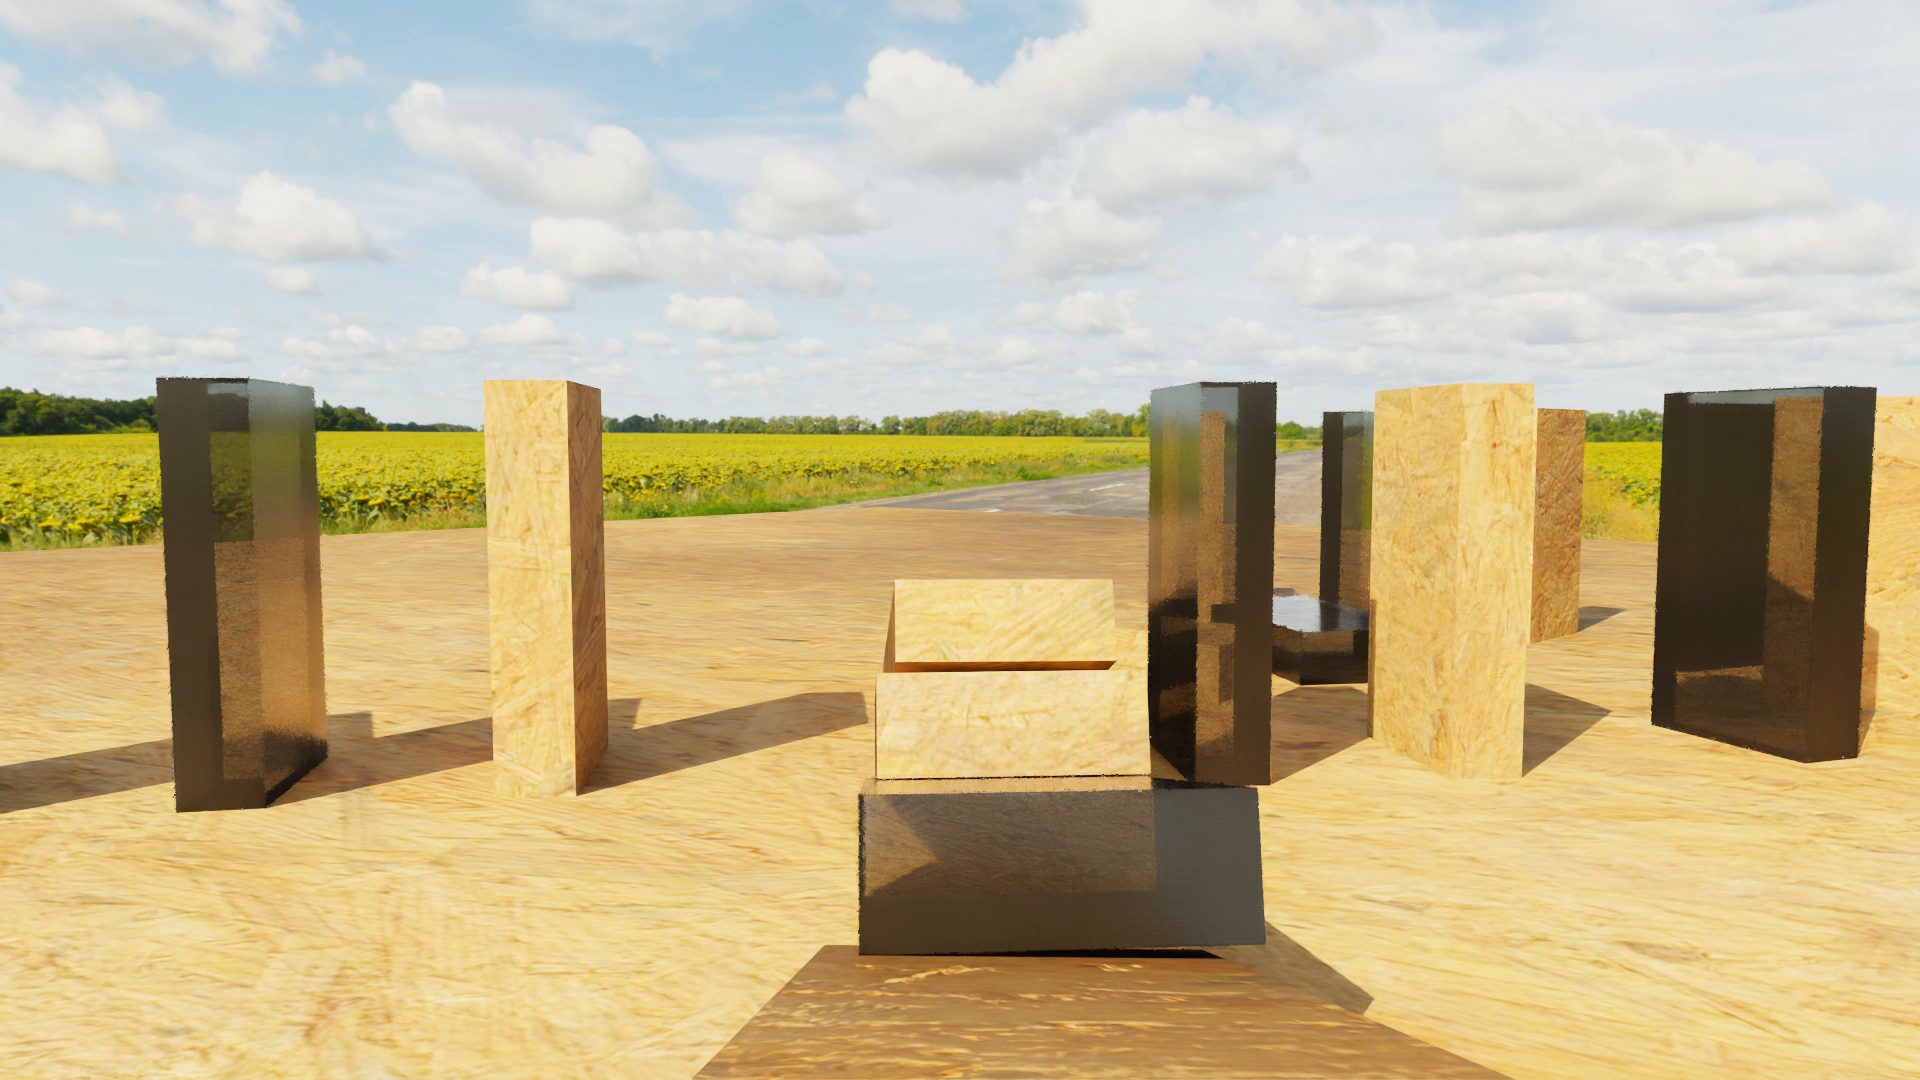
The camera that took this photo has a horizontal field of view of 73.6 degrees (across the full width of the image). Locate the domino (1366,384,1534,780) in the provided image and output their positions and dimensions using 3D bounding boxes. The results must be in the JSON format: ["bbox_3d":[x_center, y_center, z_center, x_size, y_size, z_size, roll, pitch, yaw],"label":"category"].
[{"bbox_3d":[0.066,0.005,0.174,0.010,0.050,0.025,0,4,-7],"label":"domino"}]

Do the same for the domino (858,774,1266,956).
[{"bbox_3d":[0.005,0.024,0.104,0.025,0.010,0.050,0,-9,-4],"label":"domino"}]

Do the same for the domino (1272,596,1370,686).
[{"bbox_3d":[0.068,0.019,0.252,0.025,0.009,0.050,-1,4,-11],"label":"domino"}]

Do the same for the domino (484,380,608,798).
[{"bbox_3d":[-0.053,0.005,0.165,0.010,0.050,0.025,0,4,-7],"label":"domino"}]

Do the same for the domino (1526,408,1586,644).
[{"bbox_3d":[0.127,-0.004,0.283,0.025,0.050,0.009,-4,6,-43],"label":"domino"}]

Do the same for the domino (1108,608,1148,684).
[{"bbox_3d":[0.030,0.019,0.245,0.050,0.010,0.025,3,5,38],"label":"domino"}]

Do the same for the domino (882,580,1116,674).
[{"bbox_3d":[0.003,0.016,0.169,0.025,0.009,0.050,0,-17,-5],"label":"domino"}]

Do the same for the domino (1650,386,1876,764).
[{"bbox_3d":[0.113,0.004,0.182,0.009,0.050,0.025,-1,5,-18],"label":"domino"}]

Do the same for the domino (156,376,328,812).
[{"bbox_3d":[-0.088,0.006,0.159,0.009,0.050,0.025,-1,4,-11],"label":"domino"}]

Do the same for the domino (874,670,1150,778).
[{"bbox_3d":[0.003,0.021,0.142,0.025,0.010,0.050,0,-10,-4],"label":"domino"}]

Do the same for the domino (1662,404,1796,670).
[{"bbox_3d":[0.150,-0.001,0.248,0.025,0.050,0.009,-2,5,-22],"label":"domino"}]

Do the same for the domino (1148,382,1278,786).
[{"bbox_3d":[0.033,0.005,0.170,0.010,0.050,0.025,0,4,-6],"label":"domino"}]

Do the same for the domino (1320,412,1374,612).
[{"bbox_3d":[0.096,-0.006,0.310,0.009,0.050,0.025,3,5,34],"label":"domino"}]

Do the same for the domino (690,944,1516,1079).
[{"bbox_3d":[0.004,0.026,0.059,0.025,0.010,0.050,1,-13,-1],"label":"domino"}]

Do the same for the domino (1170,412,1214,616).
[{"bbox_3d":[0.059,-0.007,0.326,0.009,0.050,0.025,1,4,11],"label":"domino"}]

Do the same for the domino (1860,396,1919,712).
[{"bbox_3d":[0.150,0.002,0.208,0.025,0.050,0.010,3,5,31],"label":"domino"}]
